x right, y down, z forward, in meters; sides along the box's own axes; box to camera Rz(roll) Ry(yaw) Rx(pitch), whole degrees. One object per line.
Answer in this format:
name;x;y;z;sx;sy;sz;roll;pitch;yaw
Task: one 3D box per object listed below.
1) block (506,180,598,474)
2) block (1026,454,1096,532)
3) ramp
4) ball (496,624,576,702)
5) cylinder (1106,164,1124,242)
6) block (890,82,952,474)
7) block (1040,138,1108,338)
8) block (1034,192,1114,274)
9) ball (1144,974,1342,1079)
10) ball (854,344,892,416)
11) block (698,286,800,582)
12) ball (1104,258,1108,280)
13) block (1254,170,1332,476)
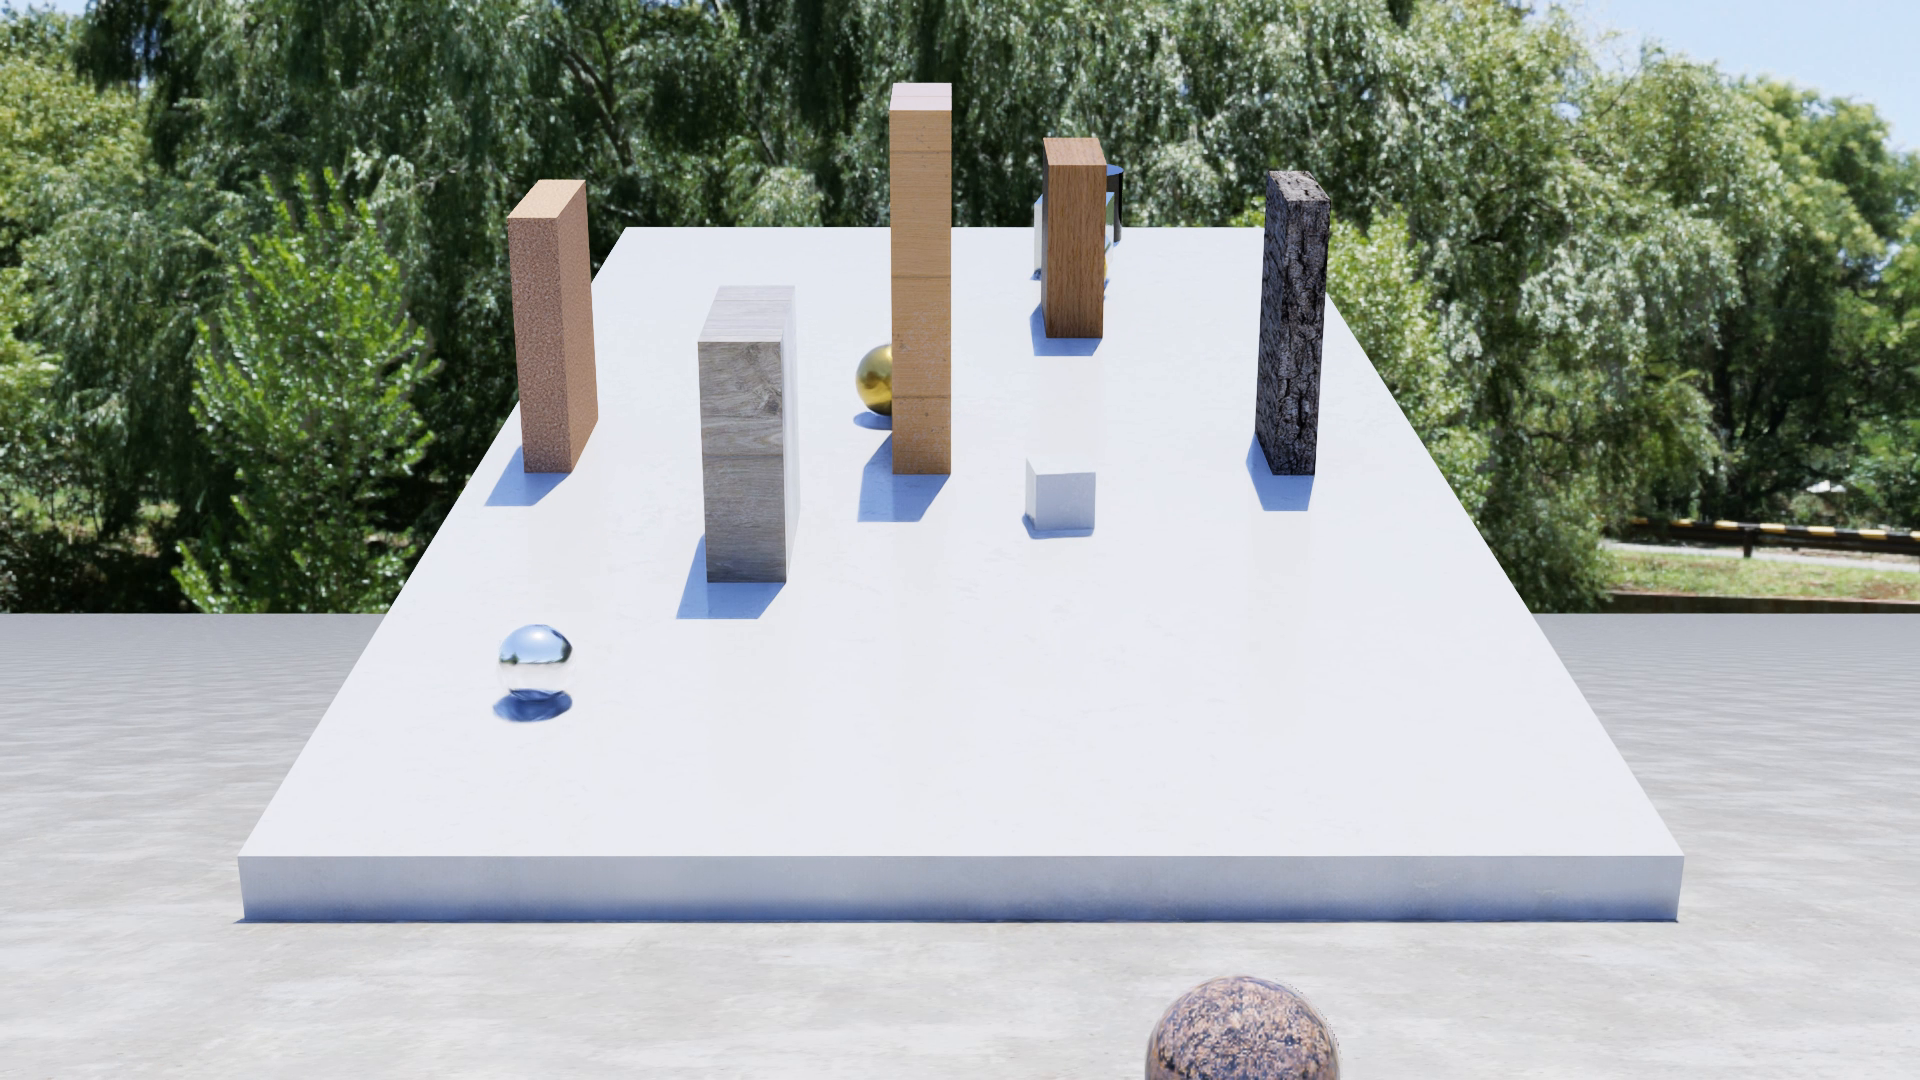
block;-0.851;-0.454;4.775;0.099;0.535;0.379;0;20;0
block;0.194;-0.093;4.403;0.116;0.116;0.116;-3;20;-8
ramp;-0.005;-0.209;5.030;2.000;0.100;4.000;0;20;0
ball;-0.673;0.195;3.605;0.126;0.126;0.126;0;-2;0
cylinder;0.380;-0.996;6.727;0.204;0.204;0.204;0;20;0
block;-0.079;-0.545;4.712;0.121;0.749;0.336;0;20;0
block;0.287;-0.775;5.791;0.142;0.436;0.372;0;20;0
block;0.321;-0.862;6.372;0.197;0.197;0.197;4;21;10
ball;0.217;0.412;1.754;0.152;0.152;0.152;0;-2;0
ball;-0.152;-0.355;5.047;0.163;0.163;0.163;0;-2;0
block;-0.386;-0.204;4.220;0.145;0.451;0.406;0;20;0
ball;0.325;-0.724;6.082;0.140;0.140;0.140;0;-2;0
block;0.689;-0.454;4.726;0.087;0.573;0.302;0;20;0
